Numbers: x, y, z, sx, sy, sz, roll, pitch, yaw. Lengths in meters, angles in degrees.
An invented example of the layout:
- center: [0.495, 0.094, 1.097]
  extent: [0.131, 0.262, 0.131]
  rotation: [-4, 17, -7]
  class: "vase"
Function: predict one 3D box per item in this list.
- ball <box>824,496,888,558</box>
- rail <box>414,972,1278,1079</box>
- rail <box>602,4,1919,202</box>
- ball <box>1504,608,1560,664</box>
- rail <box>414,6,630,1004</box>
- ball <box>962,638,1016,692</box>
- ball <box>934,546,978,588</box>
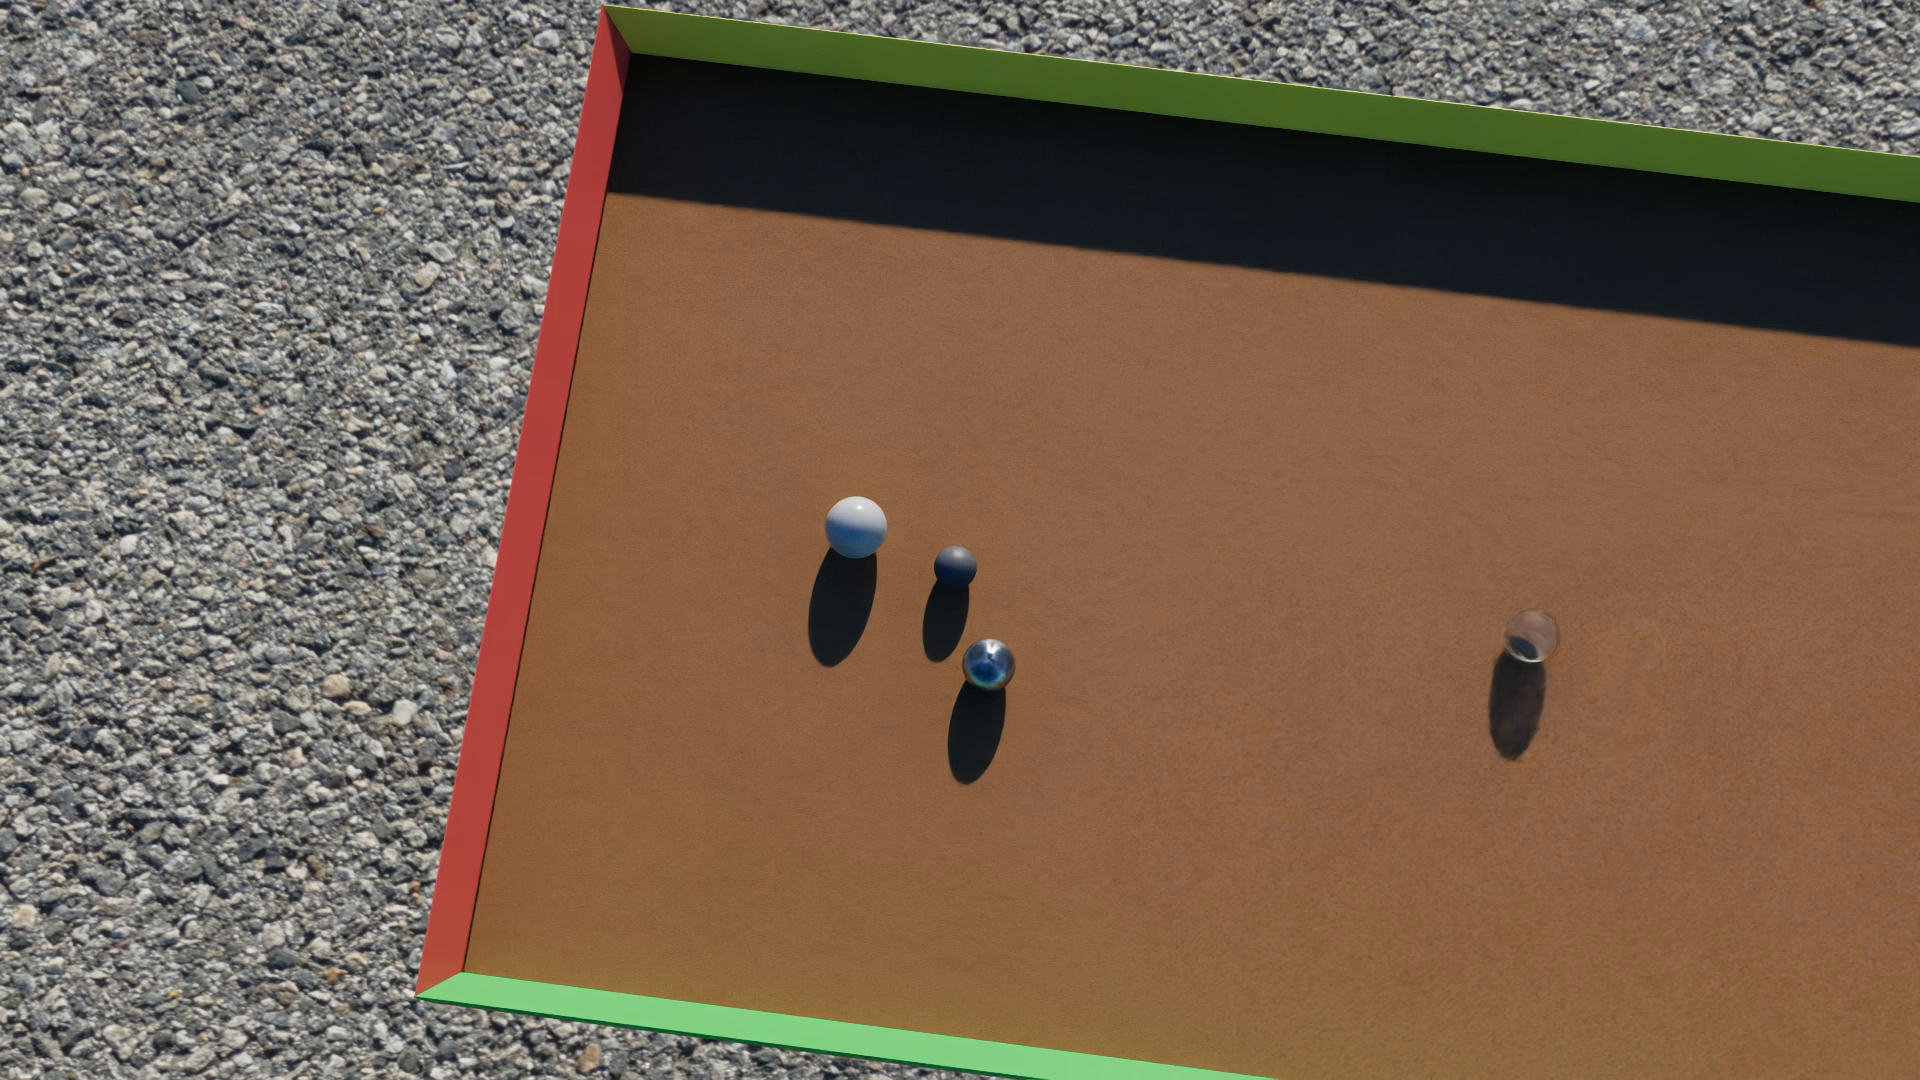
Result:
- center: [-0.158, -0.019, 3.343]
  extent: [0.095, 0.095, 0.095]
  rotation: [0, 75, 0]
  class: "ball"
- center: [0.572, 0.800, 3.105]
  extent: [2.692, 0.124, 0.045]
  rotation: [7, 75, 2]
  class: "rail"
- center: [0.763, -0.648, 3.498]
  extent: [2.692, 0.124, 0.045]
  rotation: [7, 75, 2]
  class: "rail"
- center: [0.860, 0.144, 3.305]
  extent: [0.083, 0.083, 0.083]
  rotation: [0, 75, 0]
  class: "ball"
- center: [-0.644, -0.085, 3.345]
  extent: [0.045, 0.124, 1.560]
  rotation: [7, 75, 2]
  class: "rail"
- center: [0.043, 0.187, 3.294]
  extent: [0.081, 0.081, 0.081]
  rotation: [0, 75, 0]
  class: "ball"
- center: [-0.007, 0.041, 3.342]
  extent: [0.066, 0.066, 0.066]
  rotation: [0, 75, 0]
  class: "ball"
